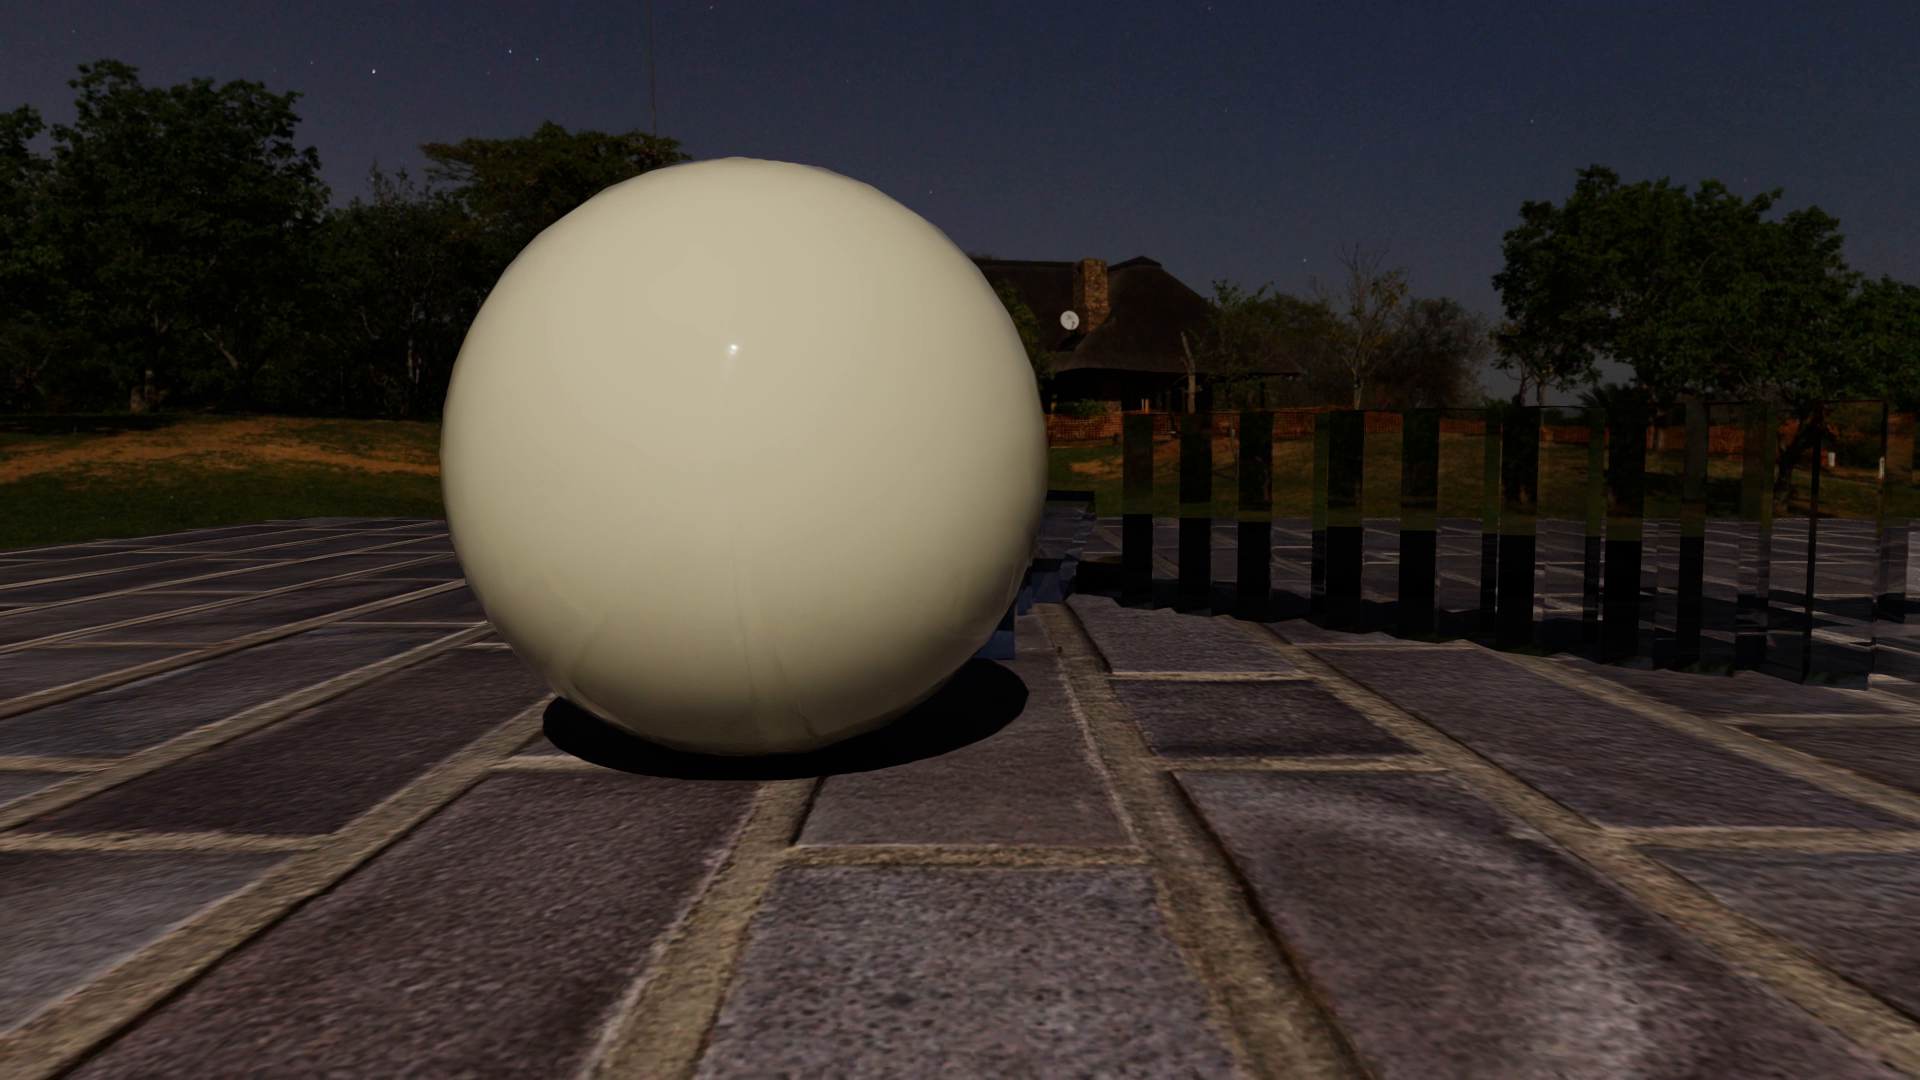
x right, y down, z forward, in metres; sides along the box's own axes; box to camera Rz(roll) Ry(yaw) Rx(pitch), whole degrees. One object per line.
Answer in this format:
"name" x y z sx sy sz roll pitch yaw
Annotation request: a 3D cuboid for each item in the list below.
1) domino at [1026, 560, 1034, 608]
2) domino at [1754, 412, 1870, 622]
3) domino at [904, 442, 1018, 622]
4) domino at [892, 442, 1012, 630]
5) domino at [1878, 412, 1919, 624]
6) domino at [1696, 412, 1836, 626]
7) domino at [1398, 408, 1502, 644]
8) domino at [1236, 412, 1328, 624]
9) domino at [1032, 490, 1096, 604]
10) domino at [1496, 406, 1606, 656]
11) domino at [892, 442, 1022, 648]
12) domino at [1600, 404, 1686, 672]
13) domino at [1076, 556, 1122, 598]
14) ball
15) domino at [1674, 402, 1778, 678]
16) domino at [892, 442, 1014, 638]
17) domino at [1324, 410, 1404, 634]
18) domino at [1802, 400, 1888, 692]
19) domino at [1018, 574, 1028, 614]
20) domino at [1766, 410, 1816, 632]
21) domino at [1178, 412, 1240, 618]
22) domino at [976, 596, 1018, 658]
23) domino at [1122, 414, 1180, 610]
"domino" 0.007 -0.005 0.346 0.025 0.050 0.009 0 -40 5
"domino" 0.210 -0.006 0.317 0.010 0.050 0.025 0 4 -1
"domino" 0.001 -0.003 0.320 0.025 0.050 0.010 0 -39 5
"domino" -0.001 -0.002 0.307 0.025 0.050 0.010 0 -39 5
"domino" 0.233 -0.006 0.311 0.009 0.050 0.025 2 5 24
"domino" 0.195 -0.006 0.311 0.010 0.050 0.025 -3 5 -35
"domino" 0.108 -0.004 0.283 0.025 0.050 0.010 -4 6 -41
"domino" 0.079 -0.006 0.314 0.010 0.050 0.025 4 6 45
"domino" 0.021 0.001 0.365 0.025 0.009 0.050 1 28 18
"domino" 0.123 -0.002 0.266 0.025 0.050 0.010 -4 6 -40
"domino" 0.000 0.000 0.280 0.025 0.050 0.009 0 -39 5
"domino" 0.136 -0.001 0.250 0.025 0.050 0.009 -3 6 -39
"domino" 0.059 0.010 0.374 0.025 0.010 0.050 4 6 41
"ball" -0.028 -0.011 0.175 0.080 0.080 0.080 0 4 0
"domino" 0.146 -0.001 0.244 0.009 0.050 0.025 4 6 44
"domino" -0.001 -0.001 0.294 0.025 0.050 0.009 0 -39 4
"domino" 0.096 -0.005 0.297 0.025 0.050 0.009 -4 6 -42
"domino" 0.160 0.000 0.232 0.009 0.050 0.025 3 5 37
"domino" 0.005 -0.004 0.333 0.025 0.050 0.009 0 -39 4
"domino" 0.185 -0.005 0.299 0.025 0.050 0.010 3 5 35
"domino" 0.067 -0.007 0.326 0.010 0.050 0.025 4 6 42
"domino" 0.000 0.001 0.267 0.025 0.050 0.010 0 -39 5
"domino" 0.054 -0.008 0.339 0.009 0.050 0.025 3 5 39
